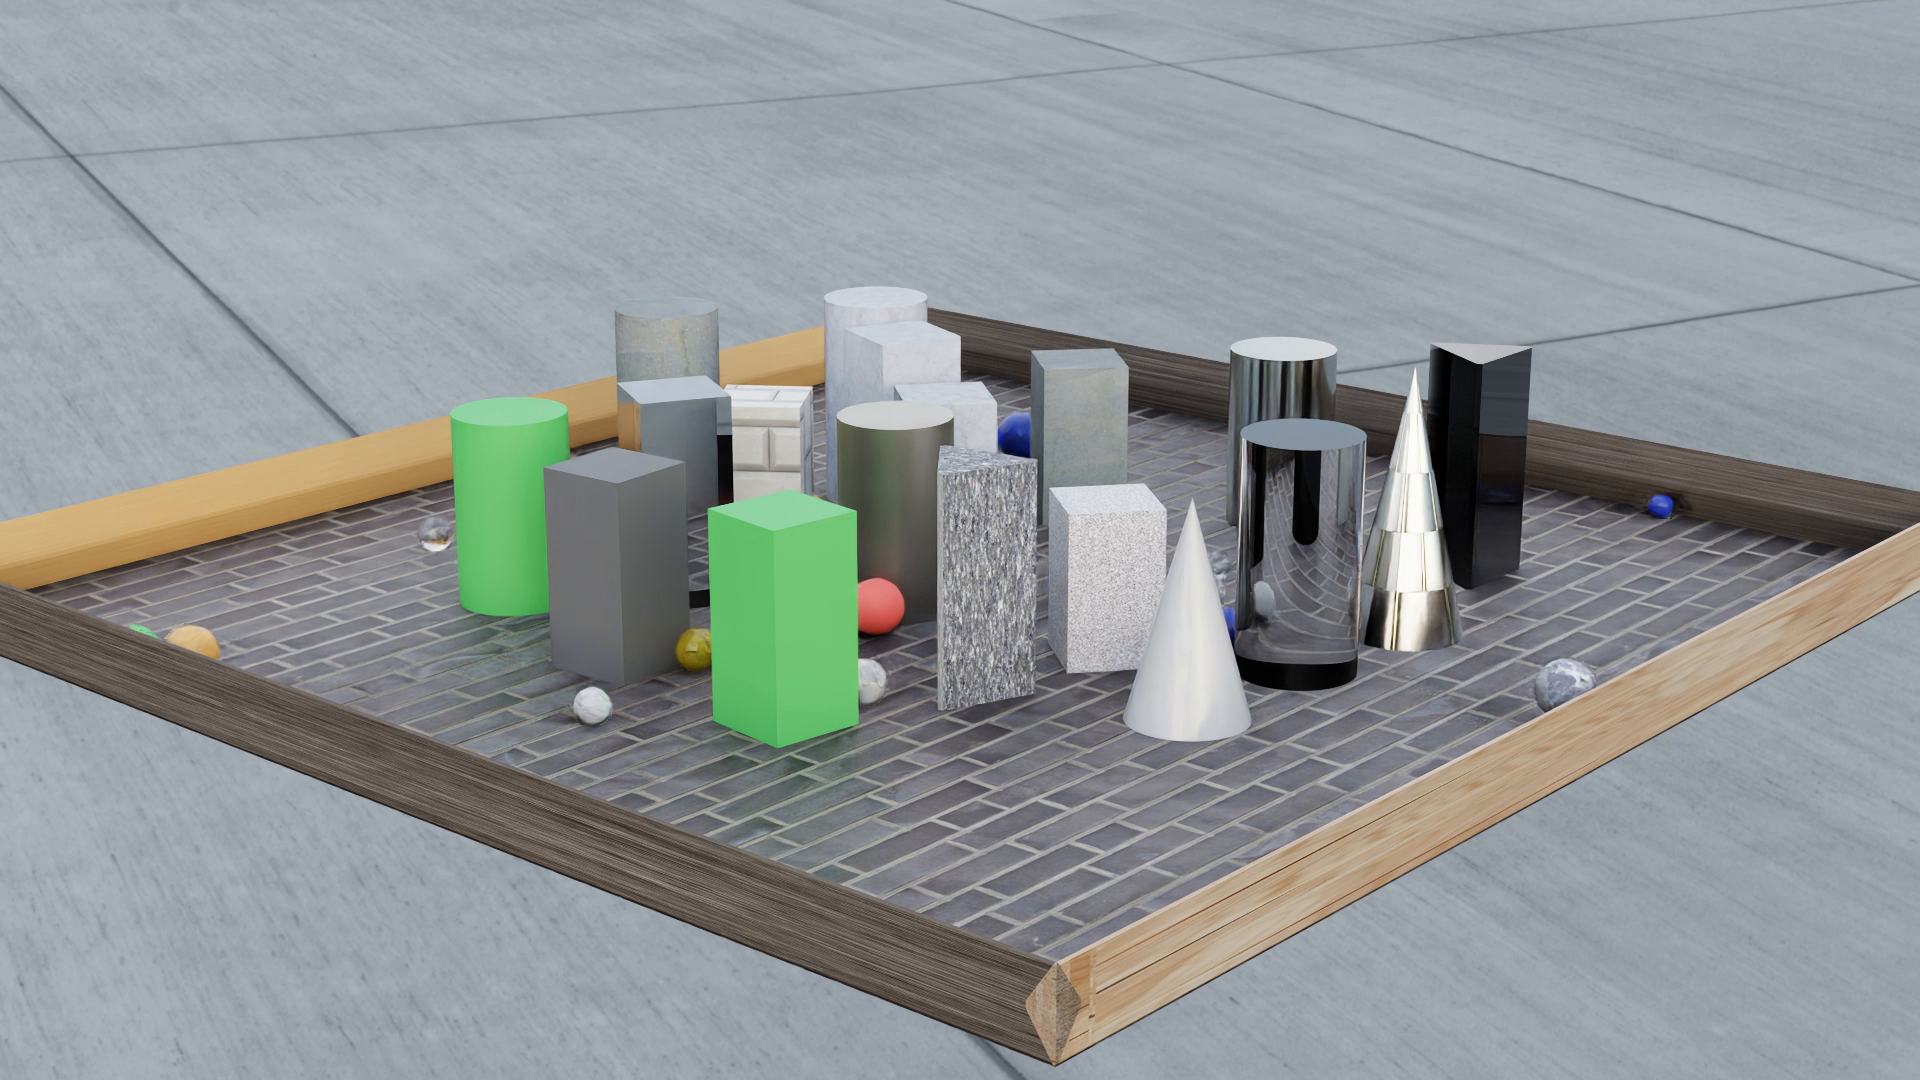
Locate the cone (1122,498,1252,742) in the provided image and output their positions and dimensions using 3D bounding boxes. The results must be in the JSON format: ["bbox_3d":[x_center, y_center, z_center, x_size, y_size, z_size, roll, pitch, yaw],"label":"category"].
[{"bbox_3d":[0.352,0.106,4.486,0.200,0.357,0.200,0,17,0],"label":"cone"}]

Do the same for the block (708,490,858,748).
[{"bbox_3d":[-0.268,0.118,4.473,0.160,0.341,0.160,-14,22,-40],"label":"block"}]

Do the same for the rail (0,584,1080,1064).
[{"bbox_3d":[-0.827,0.307,4.208,2.527,0.130,0.045,14,22,39],"label":"rail"}]

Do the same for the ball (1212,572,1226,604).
[{"bbox_3d":[0.413,0.090,5.012,0.083,0.083,0.083,0,17,0],"label":"ball"}]

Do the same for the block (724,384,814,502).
[{"bbox_3d":[-0.359,-0.126,5.380,0.160,0.285,0.160,2,17,5],"label":"block"}]

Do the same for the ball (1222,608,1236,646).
[{"bbox_3d":[0.439,0.144,4.863,0.066,0.066,0.066,0,17,0],"label":"ball"}]

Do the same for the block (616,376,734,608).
[{"bbox_3d":[-0.491,-0.081,5.081,0.160,0.371,0.160,-6,18,-20],"label":"block"}]

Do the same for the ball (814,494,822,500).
[{"bbox_3d":[-0.282,-0.062,5.572,0.051,0.051,0.051,0,17,0],"label":"ball"}]

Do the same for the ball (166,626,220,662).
[{"bbox_3d":[-1.232,0.181,4.701,0.087,0.087,0.087,0,17,0],"label":"ball"}]

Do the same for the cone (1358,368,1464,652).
[{"bbox_3d":[0.747,-0.065,4.875,0.200,0.459,0.200,0,17,0],"label":"cone"}]

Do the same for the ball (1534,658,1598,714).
[{"bbox_3d":[0.934,0.231,4.522,0.096,0.096,0.096,0,17,0],"label":"ball"}]

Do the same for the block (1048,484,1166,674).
[{"bbox_3d":[0.239,0.061,4.790,0.160,0.267,0.160,-3,17,-9],"label":"block"}]

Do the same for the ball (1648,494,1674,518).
[{"bbox_3d":[1.337,-0.065,5.589,0.047,0.047,0.047,0,17,0],"label":"ball"}]

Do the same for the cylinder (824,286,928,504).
[{"bbox_3d":[-0.162,-0.278,5.695,0.200,0.395,0.200,0,17,0],"label":"cylinder"}]

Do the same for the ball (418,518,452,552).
[{"bbox_3d":[-0.962,-0.010,5.381,0.062,0.062,0.062,0,17,0],"label":"ball"}]

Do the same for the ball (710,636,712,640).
[{"bbox_3d":[-0.361,0.148,4.794,0.098,0.098,0.098,0,17,0],"label":"ball"}]

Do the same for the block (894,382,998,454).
[{"bbox_3d":[-0.027,-0.105,5.244,0.160,0.323,0.160,-3,17,-9],"label":"block"}]

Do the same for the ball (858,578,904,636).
[{"bbox_3d":[-0.141,0.112,4.918,0.096,0.096,0.096,0,17,0],"label":"ball"}]

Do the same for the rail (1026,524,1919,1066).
[{"bbox_3d":[0.936,0.267,4.342,0.045,0.130,2.570,14,22,39],"label":"rail"}]

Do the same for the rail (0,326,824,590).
[{"bbox_3d":[-0.936,-0.202,5.898,0.045,0.130,2.570,14,22,39],"label":"rail"}]

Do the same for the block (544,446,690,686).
[{"bbox_3d":[-0.552,0.041,4.738,0.160,0.337,0.160,12,21,35],"label":"block"}]

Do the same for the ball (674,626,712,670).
[{"bbox_3d":[-0.426,0.176,4.749,0.071,0.071,0.071,0,17,0],"label":"ball"}]

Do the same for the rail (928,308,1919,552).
[{"bbox_3d":[0.827,-0.242,6.032,2.527,0.130,0.045,14,22,39],"label":"rail"}]

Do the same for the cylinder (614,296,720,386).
[{"bbox_3d":[-0.568,-0.273,5.721,0.200,0.370,0.200,0,17,0],"label":"cylinder"}]

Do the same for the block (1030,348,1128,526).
[{"bbox_3d":[0.226,-0.198,5.590,0.160,0.302,0.160,-2,17,-7],"label":"block"}]

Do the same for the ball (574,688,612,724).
[{"bbox_3d":[-0.566,0.255,4.510,0.057,0.057,0.057,0,17,0],"label":"ball"}]

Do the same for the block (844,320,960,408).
[{"bbox_3d":[-0.107,-0.201,5.462,0.160,0.381,0.160,-9,19,-27],"label":"block"}]

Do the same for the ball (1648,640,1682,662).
[{"bbox_3d":[1.132,0.198,4.667,0.076,0.076,0.076,0,17,0],"label":"ball"}]

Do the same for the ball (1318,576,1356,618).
[{"bbox_3d":[0.648,0.098,5.009,0.070,0.070,0.070,0,17,0],"label":"ball"}]

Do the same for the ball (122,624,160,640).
[{"bbox_3d":[-1.326,0.180,4.707,0.089,0.089,0.089,0,17,0],"label":"ball"}]

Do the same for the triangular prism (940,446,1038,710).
[{"bbox_3d":[0.009,0.052,4.621,0.173,0.381,0.150,-9,19,-27],"label":"triangular prism"}]

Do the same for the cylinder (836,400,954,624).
[{"bbox_3d":[-0.110,-0.048,5.022,0.200,0.342,0.200,0,17,0],"label":"cylinder"}]

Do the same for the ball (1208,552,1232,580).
[{"bbox_3d":[0.457,0.047,5.212,0.050,0.050,0.050,0,17,0],"label":"ball"}]

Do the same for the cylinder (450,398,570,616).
[{"bbox_3d":[-0.772,-0.059,5.069,0.200,0.337,0.200,0,17,0],"label":"cylinder"}]

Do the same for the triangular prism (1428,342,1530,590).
[{"bbox_3d":[0.894,-0.141,5.216,0.150,0.408,0.173,14,22,38],"label":"triangular prism"}]

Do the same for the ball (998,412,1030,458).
[{"bbox_3d":[0.125,-0.211,5.984,0.100,0.100,0.100,0,17,0],"label":"ball"}]

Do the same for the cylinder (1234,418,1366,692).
[{"bbox_3d":[0.543,0.022,4.697,0.200,0.396,0.200,0,17,0],"label":"cylinder"}]

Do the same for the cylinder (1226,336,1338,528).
[{"bbox_3d":[0.606,-0.199,5.539,0.200,0.333,0.200,0,17,0],"label":"cylinder"}]

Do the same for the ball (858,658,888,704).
[{"bbox_3d":[-0.151,0.221,4.594,0.073,0.073,0.073,0,17,0],"label":"ball"}]
